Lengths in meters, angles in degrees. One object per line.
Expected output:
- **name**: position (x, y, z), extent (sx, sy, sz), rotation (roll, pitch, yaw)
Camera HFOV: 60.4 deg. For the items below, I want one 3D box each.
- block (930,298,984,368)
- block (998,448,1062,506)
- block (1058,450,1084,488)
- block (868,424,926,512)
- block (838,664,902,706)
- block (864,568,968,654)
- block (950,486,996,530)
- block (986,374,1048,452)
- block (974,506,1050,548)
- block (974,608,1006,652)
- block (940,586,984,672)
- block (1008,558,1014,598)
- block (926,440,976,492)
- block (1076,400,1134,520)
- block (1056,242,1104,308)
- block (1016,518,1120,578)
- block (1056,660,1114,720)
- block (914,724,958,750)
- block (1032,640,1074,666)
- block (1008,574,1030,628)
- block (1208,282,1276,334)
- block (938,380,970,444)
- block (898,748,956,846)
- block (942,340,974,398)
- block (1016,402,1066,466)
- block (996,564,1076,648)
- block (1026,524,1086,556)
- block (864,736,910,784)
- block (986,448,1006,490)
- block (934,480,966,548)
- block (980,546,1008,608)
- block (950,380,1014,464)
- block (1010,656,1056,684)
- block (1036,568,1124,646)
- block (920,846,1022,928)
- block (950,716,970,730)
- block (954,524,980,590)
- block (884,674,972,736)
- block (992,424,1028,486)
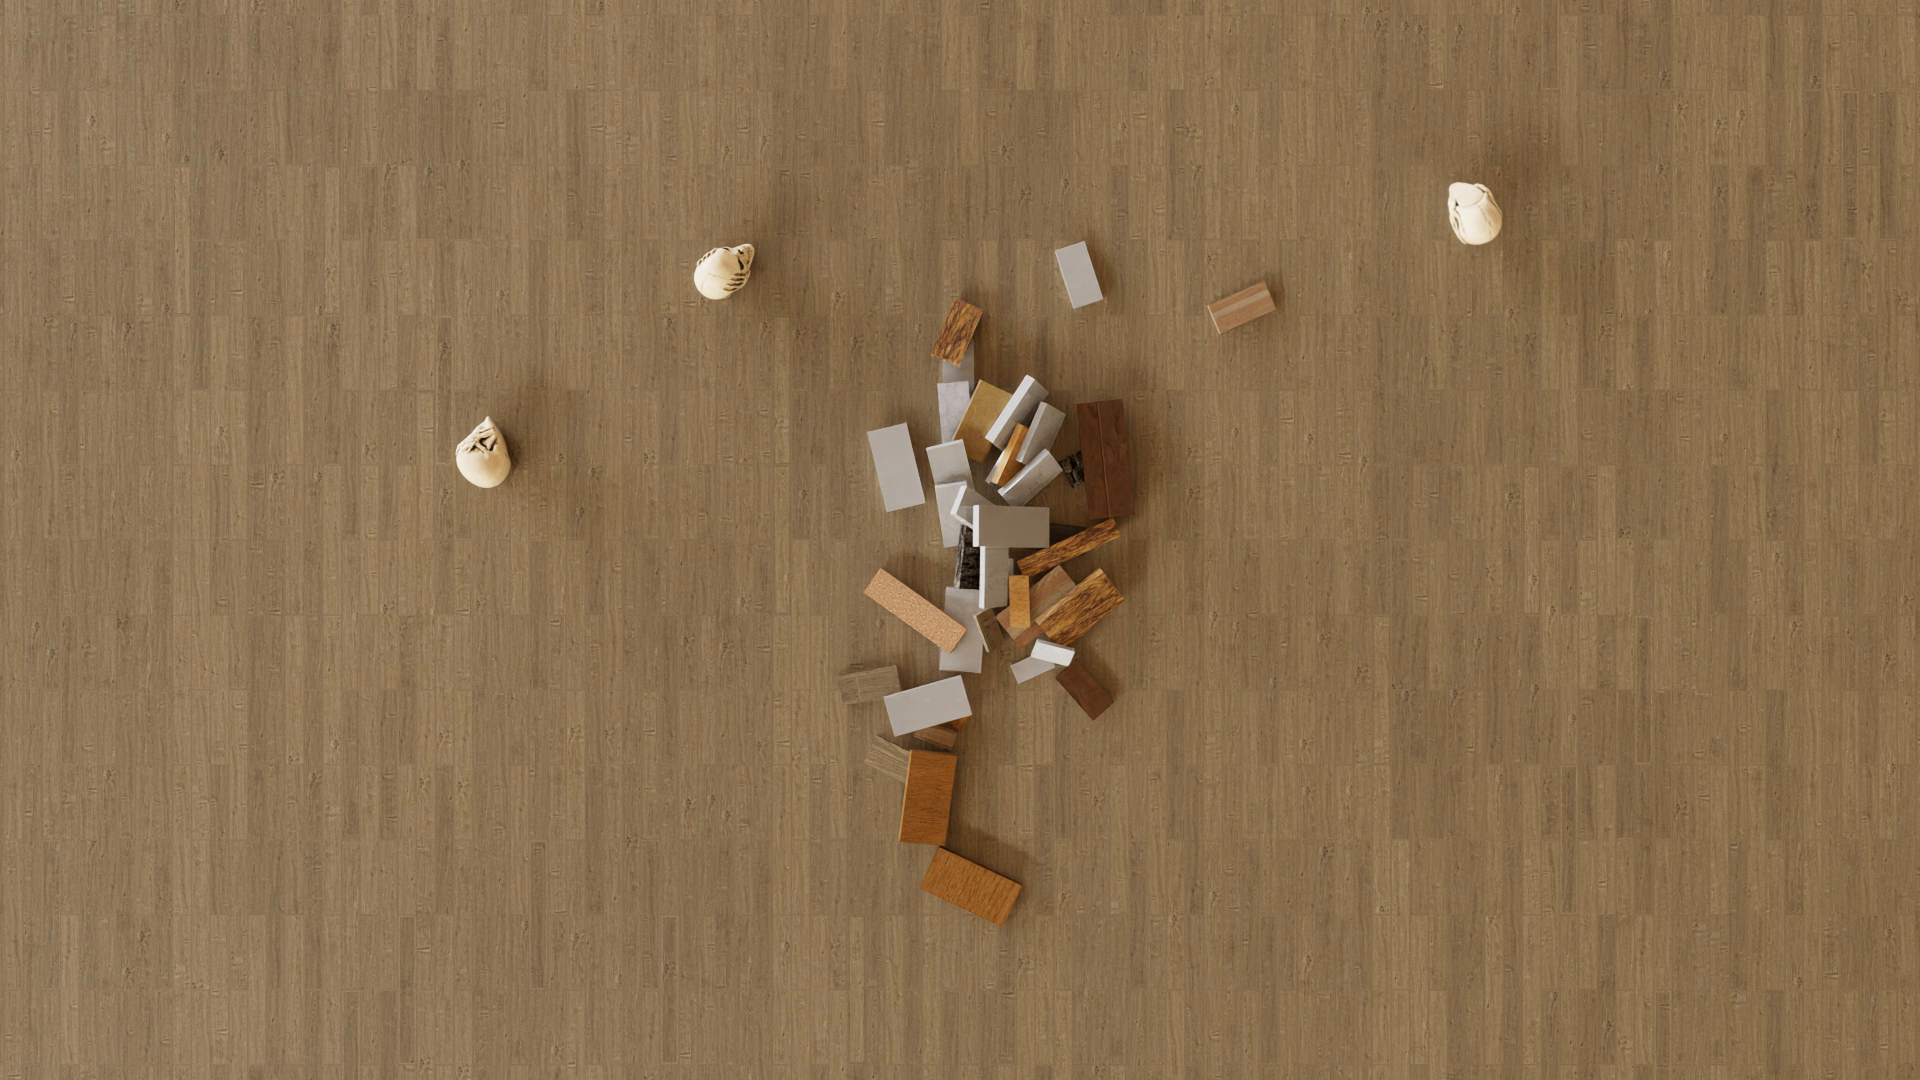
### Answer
- **block**: position (-0.009, -0.686, 5.460), extent (0.103, 0.029, 0.206), rotation (22, 78, 5)
- **block**: position (0.233, -0.196, 5.452), extent (0.211, 0.105, 0.030), rotation (-42, 46, 0)
- **block**: position (0.440, -0.263, 5.486), extent (0.202, 0.029, 0.101), rotation (-28, 90, 0)
- **block**: position (-0.210, -0.240, 5.481), extent (0.133, 0.038, 0.273), rotation (-14, 90, 0)
- **block**: position (-0.300, 0.482, 5.486), extent (0.200, 0.028, 0.100), rotation (-11, 90, 0)
- **block**: position (-0.147, 0.234, 5.460), extent (0.352, 0.028, 0.100), rotation (35, 94, 7)
- **block**: position (0.068, -0.082, 5.414), extent (0.210, 0.030, 0.105), rotation (34, 68, -34)
- **block**: position (0.189, -0.412, 5.438), extent (0.035, 0.124, 0.248), rotation (34, 90, 31)
- **block**: position (0.169, -0.043, 5.394), extent (0.266, 0.038, 0.133), rotation (1, 88, -28)
- **block**: position (0.096, 0.296, 5.460), extent (0.067, 0.019, 0.134), rotation (-28, 107, -27)
- **block**: position (0.011, 0.298, 5.481), extent (0.137, 0.039, 0.275), rotation (5, 90, 0)
- **block**: position (0.146, 0.128, 5.491), extent (0.066, 0.019, 0.132), rotation (-2, 90, 0)
- **block**: position (-0.022, -0.198, 5.444), extent (0.124, 0.035, 0.248), rotation (-14, 109, 0)
- **block**: position (0.480, -0.266, 5.450), extent (0.152, 0.043, 0.383), rotation (-6, 90, 0)
- **block**: position (0.396, -0.881, 5.486), extent (0.101, 0.029, 0.202), rotation (-18, 90, 0)
- **block**: position (0.359, 0.028, 5.462), extent (0.349, 0.019, 0.066), rotation (-25, 94, 2)
- **block**: position (0.415, 0.498, 5.487), extent (0.095, 0.027, 0.190), rotation (-42, 90, 0)
- **block**: position (-0.081, 0.645, 5.491), extent (0.132, 0.019, 0.066), rotation (20, 90, 0)
- **block**: position (0.307, 0.372, 5.455), extent (0.130, 0.018, 0.065), rotation (15, 123, -9)
- **block**: position (0.197, 0.203, 5.452), extent (0.065, 0.018, 0.174), rotation (-2, 90, 0)
- **block**: position (0.937, -0.772, 5.486), extent (0.202, 0.029, 0.101), rotation (-23, 90, 0)
- **block**: position (-0.015, -0.420, 5.464), extent (0.103, 0.029, 0.206), rotation (-5, 102, 0)
- **block**: position (-0.107, 0.852, 5.457), extent (0.152, 0.043, 0.303), rotation (7, 93, -10)
- **block**: position (-0.005, -0.563, 5.485), extent (0.103, 0.029, 0.206), rotation (0, 90, 0)
- **block**: position (0.267, -0.340, 5.452), extent (0.030, 0.105, 0.211), rotation (24, 90, 44)
- **block**: position (0.265, 0.221, 5.481), extent (0.275, 0.039, 0.137), rotation (-39, 90, 0)
- **block**: position (0.321, -0.006, 5.487), extent (0.190, 0.027, 0.095), rotation (6, 90, 0)
- **block**: position (-0.208, 0.739, 5.486), extent (0.200, 0.028, 0.100), rotation (27, 90, 0)
- **block**: position (0.140, -0.237, 5.468), extent (0.018, 0.065, 0.131), rotation (32, 90, 37)
- **block**: position (-0.016, -0.085, 5.446), extent (0.105, 0.030, 0.210), rotation (-9, 111, -2)
- **block**: position (0.112, 0.090, 5.427), extent (0.095, 0.027, 0.264), rotation (-5, 101, -34)
- **block**: position (0.071, -0.391, 5.442), extent (0.124, 0.035, 0.247), rotation (24, 97, -12)
- **block**: position (0.241, 0.420, 5.491), extent (0.134, 0.019, 0.067), rotation (-25, 90, 0)
- **block**: position (0.397, 0.231, 5.451), extent (0.275, 0.039, 0.137), rotation (-39, 117, 0)
- **block**: position (0.036, 1.149, 5.479), extent (0.303, 0.043, 0.152), rotation (25, 90, 0)
- **block**: position (-0.034, 0.568, 5.490), extent (0.134, 0.019, 0.067), rotation (36, 90, 0)
- **block**: position (0.040, 0.057, 5.447), extent (0.105, 0.030, 0.210), rotation (3, 96, -39)
- **block**: position (-0.106, 0.548, 5.457), extent (0.266, 0.038, 0.133), rotation (-16, 94, 0)
- **block**: position (0.188, -0.269, 5.452), extent (0.030, 0.105, 0.211), rotation (24, 90, 44)
